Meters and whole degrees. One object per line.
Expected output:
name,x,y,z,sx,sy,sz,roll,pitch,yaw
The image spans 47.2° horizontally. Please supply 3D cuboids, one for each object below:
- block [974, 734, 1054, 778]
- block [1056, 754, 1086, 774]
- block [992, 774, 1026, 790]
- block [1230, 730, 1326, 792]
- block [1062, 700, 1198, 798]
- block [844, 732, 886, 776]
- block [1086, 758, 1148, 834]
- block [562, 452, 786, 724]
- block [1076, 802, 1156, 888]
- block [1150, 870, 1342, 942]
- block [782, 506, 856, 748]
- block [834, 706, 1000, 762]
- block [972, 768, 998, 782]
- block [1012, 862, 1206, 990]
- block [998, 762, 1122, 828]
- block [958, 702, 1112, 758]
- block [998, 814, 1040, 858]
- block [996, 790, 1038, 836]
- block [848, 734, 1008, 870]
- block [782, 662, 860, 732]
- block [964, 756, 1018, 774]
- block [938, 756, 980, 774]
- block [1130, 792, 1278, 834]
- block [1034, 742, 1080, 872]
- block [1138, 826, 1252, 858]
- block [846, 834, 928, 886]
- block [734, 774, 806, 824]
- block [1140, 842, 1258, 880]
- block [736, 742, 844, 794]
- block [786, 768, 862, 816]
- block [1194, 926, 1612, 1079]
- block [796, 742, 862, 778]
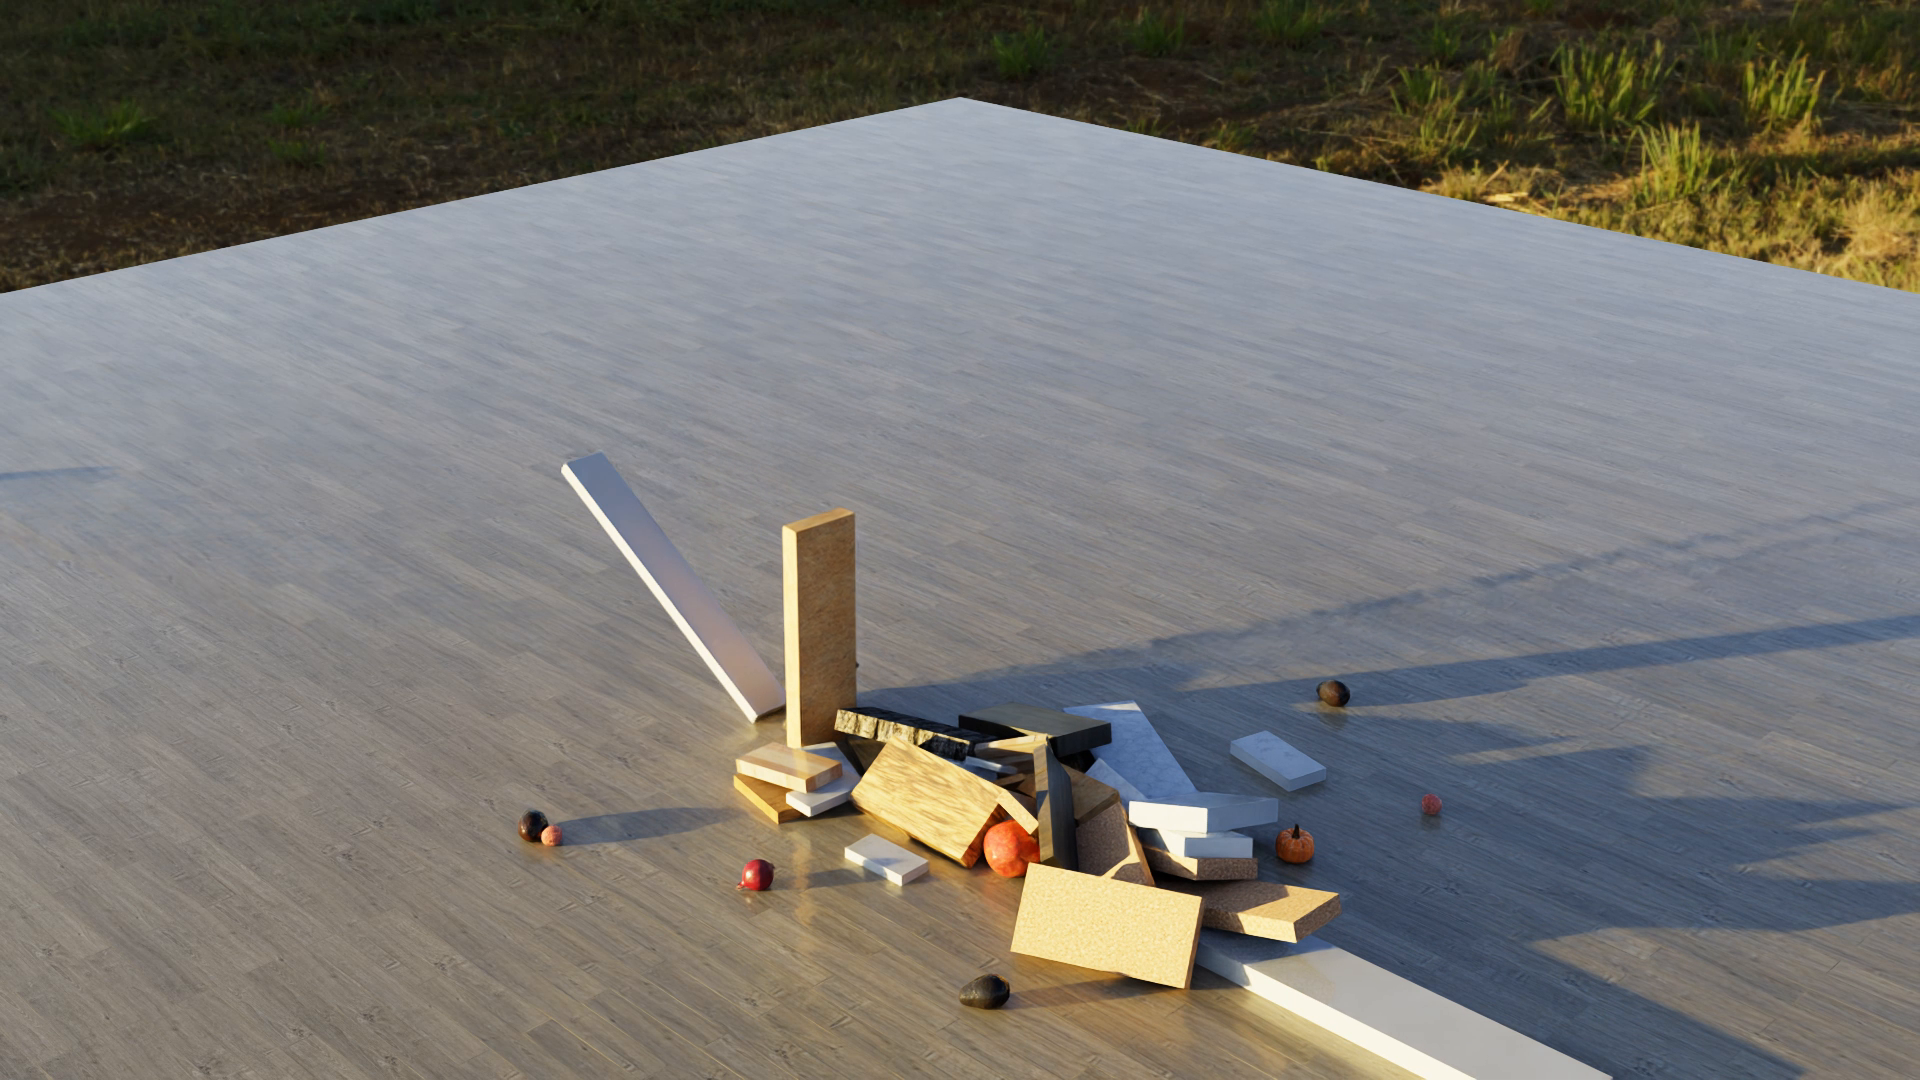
block,0.113,0.443,4.486,0.153,0.076,0.022,-10,27,16
block,0.188,0.466,4.623,0.109,0.031,0.218,-4,23,-10
block,0.078,0.496,4.413,0.101,0.050,0.014,-11,65,-33
block,0.669,0.464,4.631,0.098,0.028,0.196,-14,26,-29
block,0.354,0.460,4.617,0.162,0.046,0.429,-6,24,-13
block,-0.178,0.453,4.660,0.092,0.026,0.184,-6,24,-15
block,0.305,0.530,4.392,0.109,0.031,0.218,-48,35,-4
block,-0.644,0.098,4.966,0.104,0.029,0.772,-22,64,-41
block,0.270,0.628,4.116,0.161,0.046,0.322,-34,23,8
block,0.477,0.659,4.005,0.133,0.038,0.438,-21,15,-40
block,-0.293,0.196,4.632,0.155,0.520,0.044,-19,31,-38
block,-0.089,0.406,4.609,0.310,0.044,0.155,12,3,25
block,-0.001,0.474,4.476,0.076,0.021,0.151,-15,19,-35
block,0.265,0.689,3.934,0.322,0.161,0.046,9,-11,20
block,0.193,0.503,4.439,0.109,0.031,0.284,-32,29,-26
block,0.156,0.399,4.646,0.155,0.044,0.310,-10,11,-39
block,0.107,0.558,4.345,0.076,0.021,0.151,-23,55,-42
block,0.147,0.539,4.276,0.098,0.028,0.196,43,6,26
block,-0.058,0.517,4.368,0.324,0.046,0.162,22,69,41
block,-0.304,0.341,4.821,0.029,0.104,0.208,37,34,12
block,0.063,0.454,4.434,0.050,0.014,0.101,16,-4,-42
block,-0.012,0.454,4.451,0.101,0.014,0.050,10,-3,42
block,0.477,0.528,4.271,0.162,0.046,0.324,1,-2,32
block,0.185,0.535,4.231,0.028,0.098,0.384,-30,24,14
block,0.443,0.566,4.158,0.133,0.038,0.266,3,-1,-13
block,-0.142,0.620,4.272,0.153,0.022,0.076,20,30,39
block,-0.378,0.519,4.504,0.092,0.026,0.184,-15,27,-31
block,0.429,0.602,4.138,0.133,0.038,0.266,3,-2,-27
block,-0.351,0.467,4.525,0.208,0.029,0.104,11,23,42
block,-0.268,0.512,4.458,0.153,0.022,0.077,-19,30,-38
block,0.721,0.810,3.793,0.798,0.046,0.161,21,31,40
block,-0.277,0.480,4.595,0.092,0.026,0.185,-9,25,-21
